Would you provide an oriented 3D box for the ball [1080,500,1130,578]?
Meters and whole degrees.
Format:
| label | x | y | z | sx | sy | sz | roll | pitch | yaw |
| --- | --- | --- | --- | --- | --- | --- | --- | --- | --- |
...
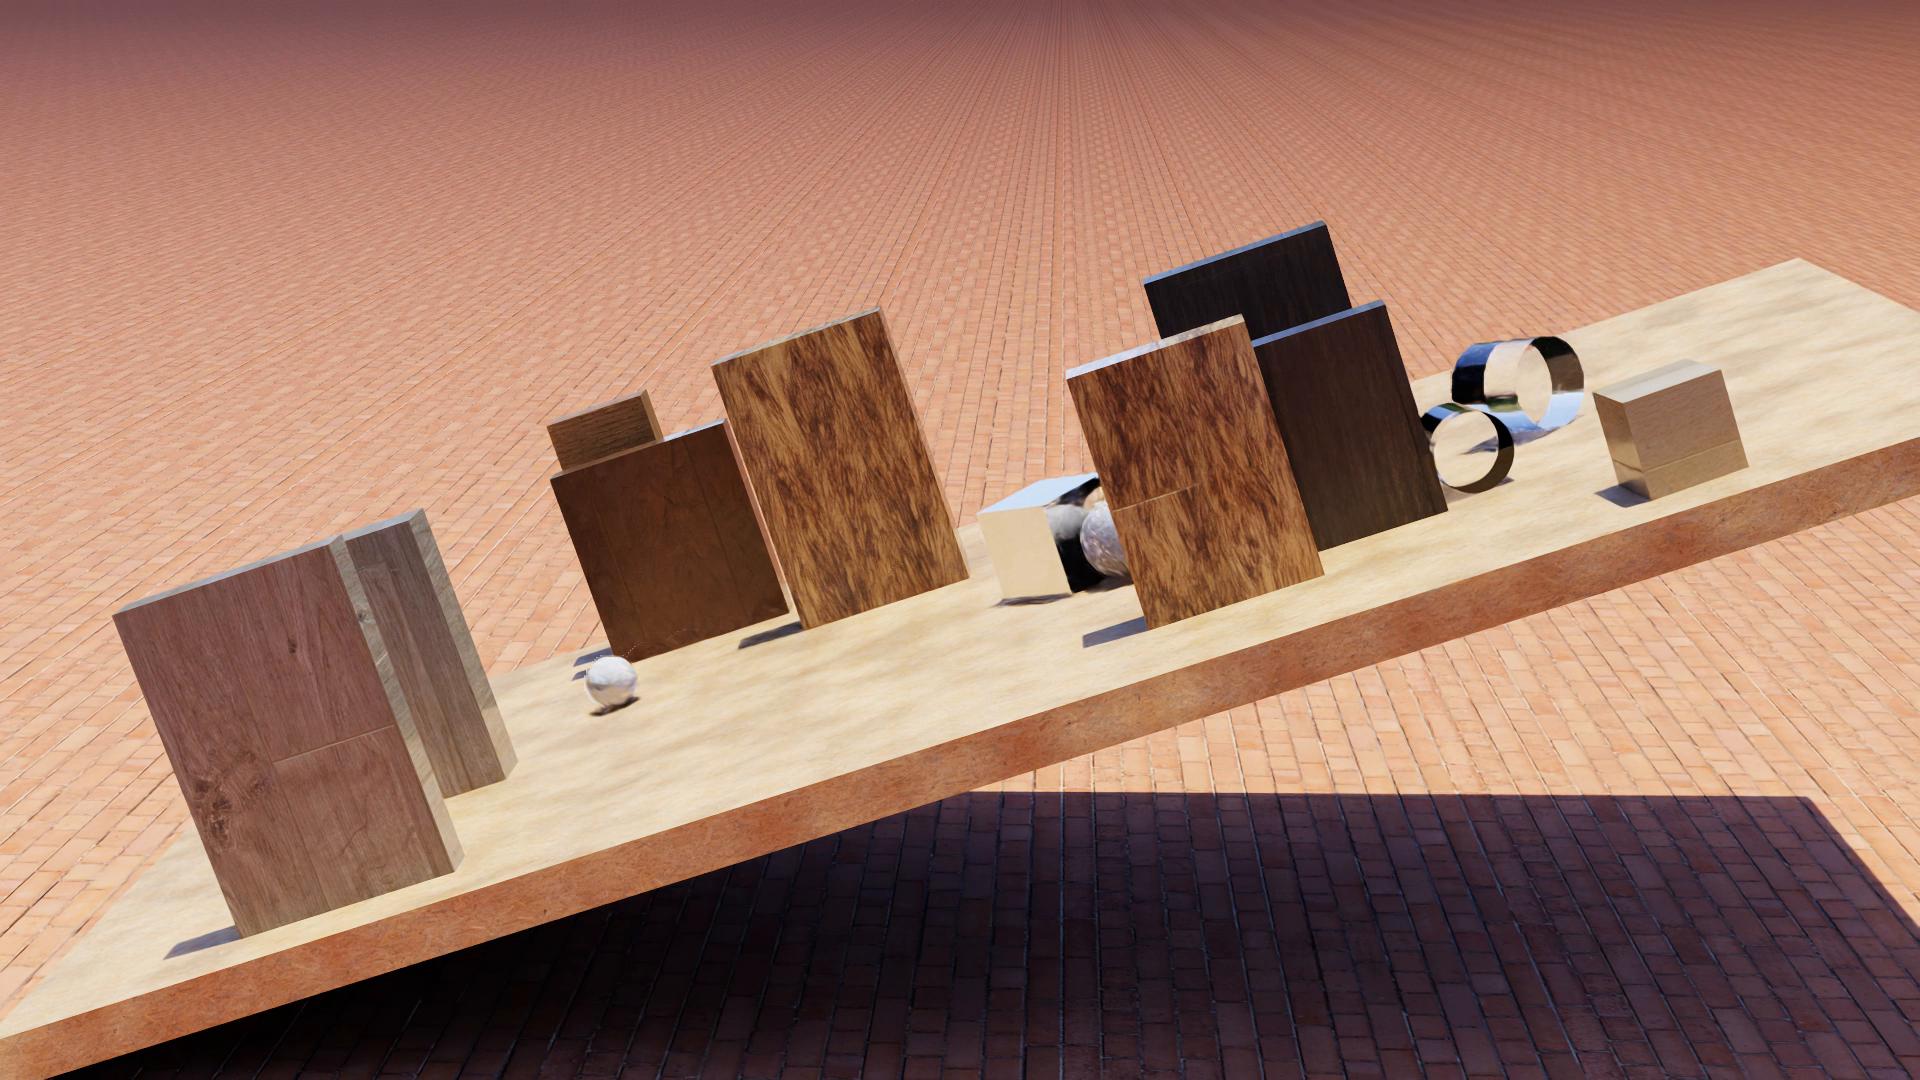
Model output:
| label | x | y | z | sx | sy | sz | roll | pitch | yaw |
| --- | --- | --- | --- | --- | --- | --- | --- | --- | --- |
| ball | 0.334 | -0.005 | 6.118 | 0.168 | 0.168 | 0.168 | 0 | 12 | 0 |

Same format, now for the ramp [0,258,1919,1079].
| label | x | y | z | sx | sy | sz | roll | pitch | yaw |
| --- | --- | --- | --- | --- | --- | --- | --- | --- | --- |
| ramp | 0.105 | 0.181 | 6.307 | 4.000 | 0.100 | 2.000 | -18 | 11 | 6 |

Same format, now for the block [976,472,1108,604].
| label | x | y | z | sx | sy | sz | roll | pitch | yaw |
| --- | --- | --- | --- | --- | --- | --- | --- | --- | --- |
| block | 0.203 | -0.005 | 6.251 | 0.205 | 0.205 | 0.205 | -28 | 14 | -40 |

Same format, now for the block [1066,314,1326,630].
| label | x | y | z | sx | sy | sz | roll | pitch | yaw |
| --- | --- | --- | --- | --- | --- | --- | --- | --- | --- |
| block | 0.449 | -0.129 | 5.621 | 0.351 | 0.512 | 0.110 | -18 | 11 | 6 |

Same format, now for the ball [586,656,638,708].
| label | x | y | z | sx | sy | sz | roll | pitch | yaw |
| --- | --- | --- | --- | --- | --- | --- | --- | --- | --- |
| ball | -0.776 | 0.316 | 6.562 | 0.115 | 0.115 | 0.115 | 0 | 12 | 0 |

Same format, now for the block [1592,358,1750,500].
| label | x | y | z | sx | sy | sz | roll | pitch | yaw |
| --- | --- | --- | --- | --- | --- | --- | --- | --- | --- |
| block | 1.304 | -0.205 | 5.406 | 0.189 | 0.189 | 0.189 | -19 | 11 | -2 |

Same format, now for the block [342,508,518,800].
| label | x | y | z | sx | sy | sz | roll | pitch | yaw |
| --- | --- | --- | --- | --- | --- | --- | --- | --- | --- |
| block | -1.245 | 0.281 | 6.257 | 0.411 | 0.589 | 0.141 | -18 | 11 | 6 |

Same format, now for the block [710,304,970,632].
| label | x | y | z | sx | sy | sz | roll | pitch | yaw |
| --- | --- | --- | --- | --- | --- | --- | --- | --- | --- |
| block | -0.266 | -0.162 | 6.667 | 0.397 | 0.641 | 0.111 | -18 | 11 | 6 |

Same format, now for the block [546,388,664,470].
| label | x | y | z | sx | sy | sz | roll | pitch | yaw |
| --- | --- | --- | --- | --- | --- | --- | --- | --- | --- |
| block | -0.783 | -0.048 | 7.134 | 0.240 | 0.584 | 0.105 | -18 | 11 | 6 |

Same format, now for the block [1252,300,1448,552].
| label | x | y | z | sx | sy | sz | roll | pitch | yaw |
| --- | --- | --- | --- | --- | --- | --- | --- | --- | --- |
| block | 0.697 | -0.202 | 5.788 | 0.410 | 0.429 | 0.083 | -18 | 11 | 6 |

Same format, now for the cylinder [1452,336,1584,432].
| label | x | y | z | sx | sy | sz | roll | pitch | yaw |
| --- | --- | --- | --- | --- | --- | --- | --- | --- | --- |
| cylinder | 1.178 | -0.327 | 6.216 | 0.196 | 0.196 | 0.196 | -8 | 3 | -32 |

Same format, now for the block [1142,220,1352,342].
| label | x | y | z | sx | sy | sz | roll | pitch | yaw |
| --- | --- | --- | --- | --- | --- | --- | --- | --- | --- |
| block | 0.672 | -0.367 | 6.363 | 0.408 | 0.539 | 0.099 | -18 | 11 | 6 |

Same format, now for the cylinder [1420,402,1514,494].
| label | x | y | z | sx | sy | sz | roll | pitch | yaw |
| --- | --- | --- | --- | --- | --- | --- | --- | --- | --- |
| cylinder | 1.006 | -0.185 | 5.889 | 0.164 | 0.164 | 0.164 | -1 | 9 | -7 |

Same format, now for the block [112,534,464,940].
| label | x | y | z | sx | sy | sz | roll | pitch | yaw |
| --- | --- | --- | --- | --- | --- | --- | --- | --- | --- |
| block | -1.275 | 0.377 | 5.604 | 0.440 | 0.671 | 0.099 | -18 | 11 | 6 |

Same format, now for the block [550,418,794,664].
| label | x | y | z | sx | sy | sz | roll | pitch | yaw |
| --- | --- | --- | --- | --- | --- | --- | --- | --- | --- |
| block | -0.681 | 0.007 | 6.968 | 0.433 | 0.479 | 0.084 | -18 | 11 | 6 |
